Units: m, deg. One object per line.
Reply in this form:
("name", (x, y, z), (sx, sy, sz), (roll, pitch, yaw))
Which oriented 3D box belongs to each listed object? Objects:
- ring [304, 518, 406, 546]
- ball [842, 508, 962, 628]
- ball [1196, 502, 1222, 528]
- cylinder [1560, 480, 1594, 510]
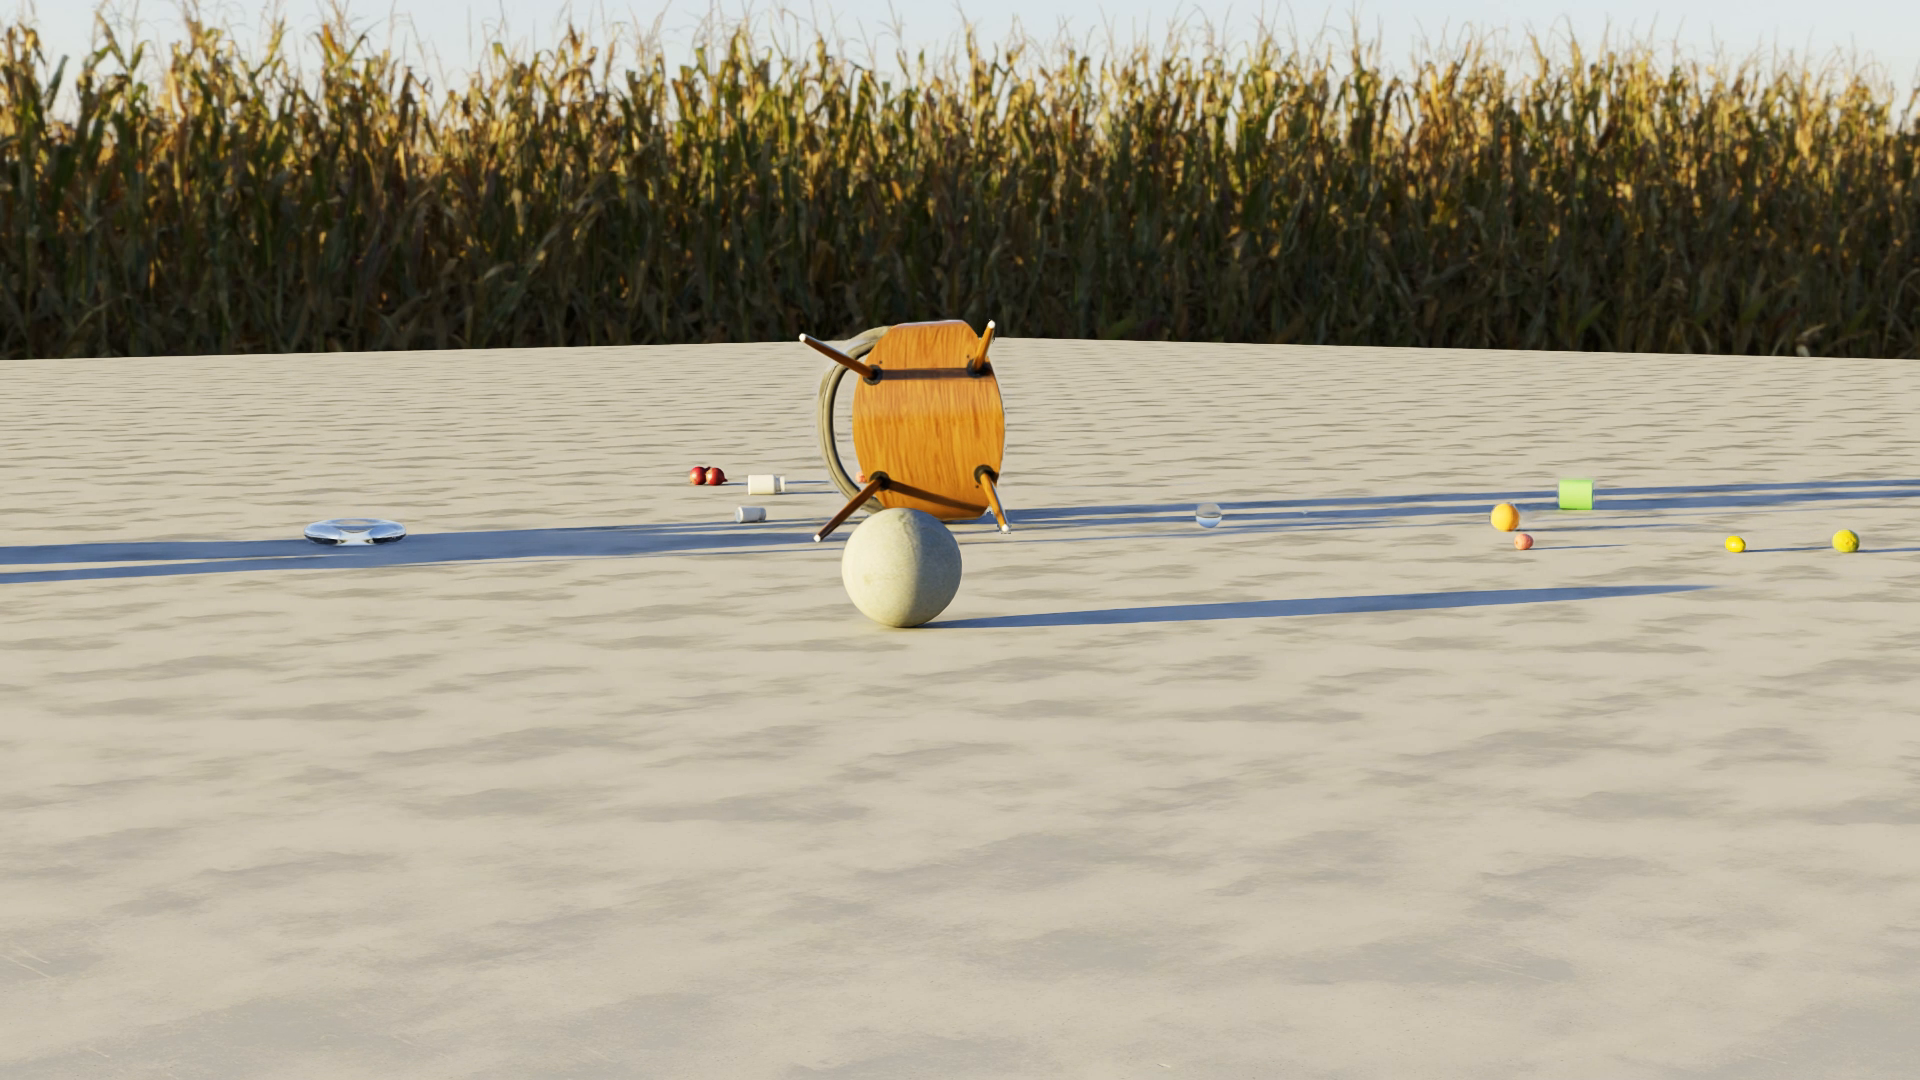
("ring", (-1.500, -0.020, 6.364), (0.250, 0.051, 0.256), (-2, 7, -25))
("ball", (-0.109, 0.051, 4.811), (0.226, 0.226, 0.226), (0, 6, 0))
("ball", (0.650, -0.065, 6.710), (0.069, 0.069, 0.069), (0, 6, 0))
("cylinder", (1.737, -0.128, 7.231), (0.087, 0.072, 0.105), (2, -35, 16))
